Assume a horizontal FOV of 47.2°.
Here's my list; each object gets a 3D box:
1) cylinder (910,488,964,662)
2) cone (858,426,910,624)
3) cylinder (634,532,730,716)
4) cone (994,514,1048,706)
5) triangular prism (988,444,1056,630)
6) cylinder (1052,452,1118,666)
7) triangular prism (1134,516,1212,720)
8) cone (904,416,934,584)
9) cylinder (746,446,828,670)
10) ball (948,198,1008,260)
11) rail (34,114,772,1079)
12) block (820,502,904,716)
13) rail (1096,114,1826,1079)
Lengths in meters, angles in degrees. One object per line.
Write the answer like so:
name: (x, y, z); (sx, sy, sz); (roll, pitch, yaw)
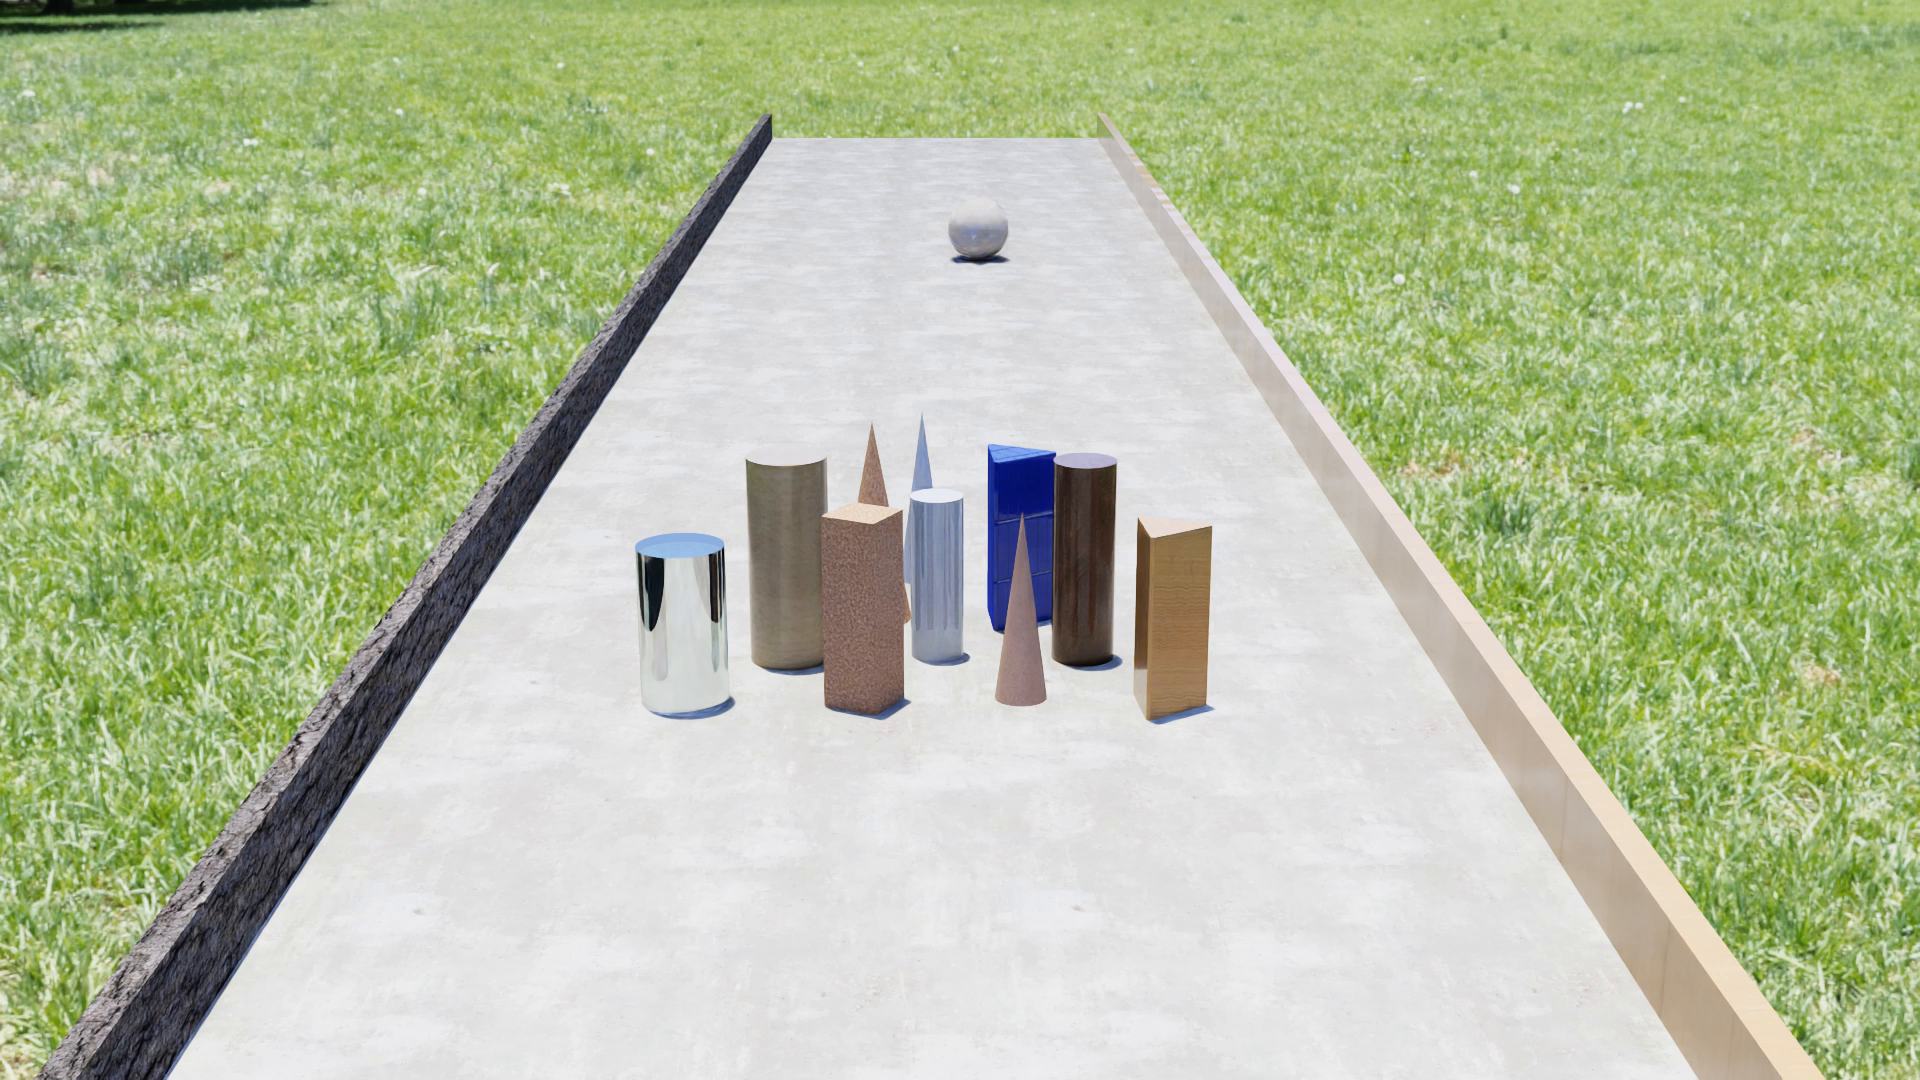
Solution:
cylinder: (-0.046, 0.071, 4.405); (0.107, 0.332, 0.107); (0, 17, 0)
cone: (-0.182, -0.041, 4.612); (0.159, 0.430, 0.159); (0, 17, 0)
cylinder: (-0.524, 0.158, 4.154); (0.167, 0.309, 0.167); (0, 17, 0)
cone: (0.117, 0.123, 4.160); (0.100, 0.373, 0.100); (0, 17, 0)
triangular prism: (0.100, -0.012, 4.630); (0.154, 0.363, 0.133); (-11, 20, -33)
cylinder: (0.246, 0.039, 4.380); (0.126, 0.408, 0.126); (0, 17, 0)
triangular prism: (0.373, 0.139, 4.135); (0.145, 0.355, 0.125); (-11, 20, -34)
cone: (-0.083, -0.100, 4.881); (0.104, 0.389, 0.104); (0, 17, 0)
cylinder: (-0.341, 0.035, 4.372); (0.160, 0.419, 0.160); (0, 17, 0)
ball: (0.076, -1.292, 9.125); (0.255, 0.255, 0.255); (0, 17, 0)
rail: (-1.118, -0.838, 7.780); (0.050, 0.150, 12.000); (0, 17, -1)
block: (-0.182, 0.129, 4.137); (0.112, 0.374, 0.112); (8, 19, 26)
rail: (0.932, -0.844, 7.801); (0.050, 0.150, 12.000); (0, 17, -1)
